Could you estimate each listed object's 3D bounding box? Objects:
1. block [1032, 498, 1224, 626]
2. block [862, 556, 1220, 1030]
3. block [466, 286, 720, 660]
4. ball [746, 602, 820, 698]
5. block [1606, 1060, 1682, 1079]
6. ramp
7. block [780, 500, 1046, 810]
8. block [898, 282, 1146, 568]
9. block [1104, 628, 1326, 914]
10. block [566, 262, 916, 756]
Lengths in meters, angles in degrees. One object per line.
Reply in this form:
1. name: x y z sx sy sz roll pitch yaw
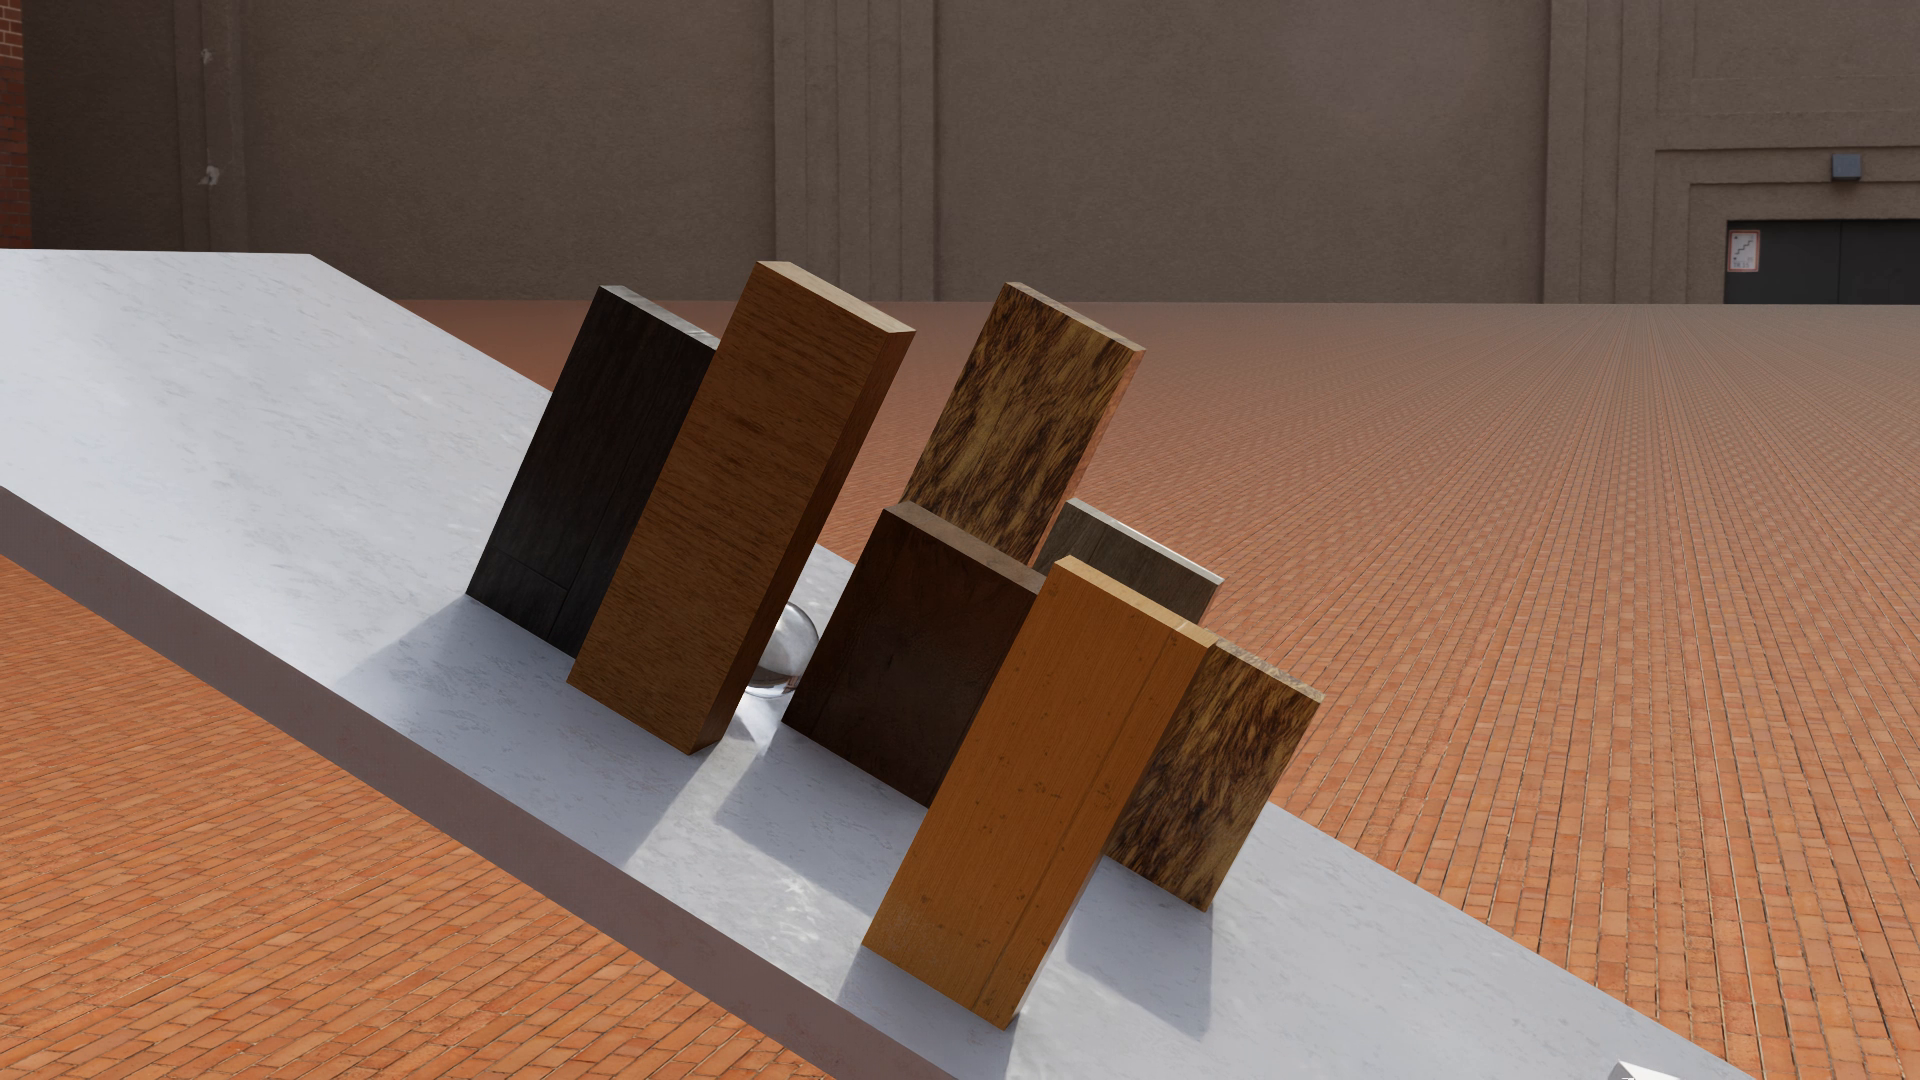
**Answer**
1. block: 0.271 0.214 4.514 0.352 0.489 0.080 29 14 12
2. block: 0.114 0.377 3.265 0.252 0.664 0.091 29 14 12
3. block: -0.618 -0.110 3.842 0.271 0.607 0.090 29 14 12
4. ball: -0.353 0.200 4.070 0.187 0.187 0.187 0 7 0
5. block: 1.210 1.048 3.805 0.182 0.182 0.182 20 15 -24
6. ramp: -0.238 0.398 4.156 4.000 0.100 2.000 29 14 12
7. block: -0.072 0.207 4.008 0.326 0.446 0.148 29 14 12
8. block: 0.090 -0.156 4.937 0.327 0.775 0.124 29 14 12
9. block: 0.460 0.432 4.122 0.255 0.459 0.084 29 14 12
10. block: -0.371 -0.052 3.685 0.252 0.794 0.143 29 14 12
